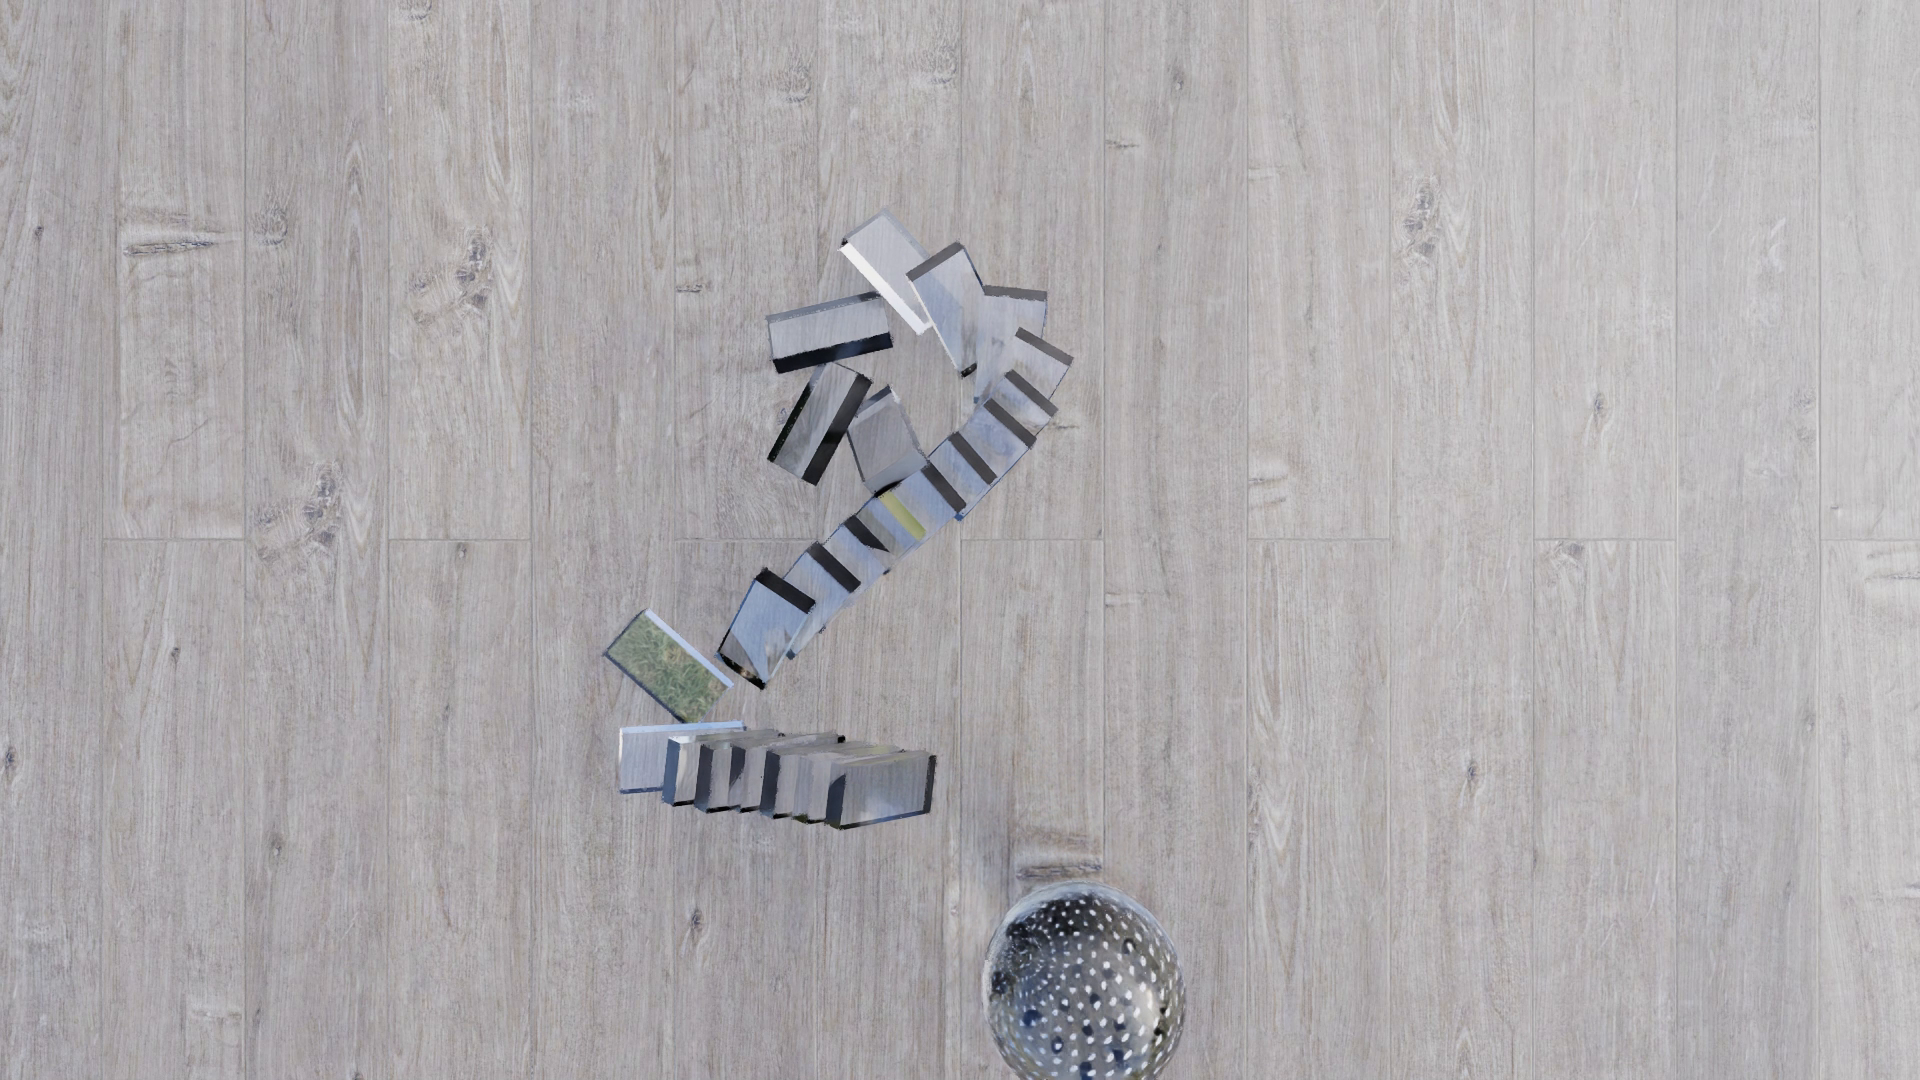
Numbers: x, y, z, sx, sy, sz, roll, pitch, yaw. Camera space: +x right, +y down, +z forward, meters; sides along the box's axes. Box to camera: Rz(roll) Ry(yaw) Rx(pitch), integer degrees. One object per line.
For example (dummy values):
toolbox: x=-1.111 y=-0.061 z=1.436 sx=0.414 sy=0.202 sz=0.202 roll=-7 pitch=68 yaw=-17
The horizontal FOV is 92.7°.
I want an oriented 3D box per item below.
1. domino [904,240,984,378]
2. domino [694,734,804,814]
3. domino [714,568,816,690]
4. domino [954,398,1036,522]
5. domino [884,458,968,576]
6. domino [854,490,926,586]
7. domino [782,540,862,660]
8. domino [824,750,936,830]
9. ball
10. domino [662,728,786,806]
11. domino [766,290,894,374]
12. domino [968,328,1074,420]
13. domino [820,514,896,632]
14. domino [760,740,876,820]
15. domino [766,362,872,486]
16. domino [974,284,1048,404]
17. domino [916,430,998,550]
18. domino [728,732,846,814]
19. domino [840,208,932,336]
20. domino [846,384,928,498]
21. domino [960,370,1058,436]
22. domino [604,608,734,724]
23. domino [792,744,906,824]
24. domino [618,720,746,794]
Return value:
domino: x=0.000 y=-0.095 z=0.380 sx=0.025 sy=0.010 sz=0.050 roll=-33 pitch=131 yaw=0
domino: x=-0.084 y=0.096 z=0.379 sx=0.010 sy=0.050 sz=0.025 roll=6 pitch=90 yaw=43
domino: x=-0.082 y=0.038 z=0.383 sx=0.025 sy=0.009 sz=0.050 roll=34 pitch=123 yaw=0
domino: x=0.006 y=-0.032 z=0.380 sx=0.025 sy=0.009 sz=0.050 roll=41 pitch=127 yaw=-4
domino: x=-0.023 y=-0.009 z=0.381 sx=0.025 sy=0.009 sz=0.050 roll=50 pitch=126 yaw=-1
domino: x=-0.039 y=0.003 z=0.383 sx=0.025 sy=0.009 sz=0.050 roll=48 pitch=123 yaw=0
domino: x=-0.065 y=0.026 z=0.382 sx=0.025 sy=0.009 sz=0.050 roll=44 pitch=123 yaw=0
domino: x=-0.032 y=0.102 z=0.379 sx=0.009 sy=0.050 sz=0.025 roll=6 pitch=90 yaw=43
ball: x=0.048 y=0.176 z=0.360 sx=0.080 sy=0.080 sz=0.080 roll=0 pitch=90 yaw=0
domino: x=-0.097 y=0.093 z=0.379 sx=0.009 sy=0.050 sz=0.025 roll=6 pitch=90 yaw=43
domino: x=-0.055 y=-0.089 z=0.390 sx=0.050 sy=0.010 sz=0.025 roll=-13 pitch=60 yaw=0
domino: x=0.023 y=-0.060 z=0.380 sx=0.025 sy=0.009 sz=0.050 roll=29 pitch=128 yaw=-3
domino: x=-0.052 y=0.015 z=0.382 sx=0.025 sy=0.009 sz=0.050 roll=46 pitch=123 yaw=0
domino: x=-0.058 y=0.098 z=0.379 sx=0.009 sy=0.050 sz=0.025 roll=6 pitch=90 yaw=43
domino: x=-0.060 y=-0.051 z=0.389 sx=0.025 sy=0.009 sz=0.050 roll=29 pitch=90 yaw=37
domino: x=0.020 y=-0.079 z=0.380 sx=0.025 sy=0.010 sz=0.050 roll=6 pitch=131 yaw=0
domino: x=-0.010 y=-0.020 z=0.381 sx=0.025 sy=0.009 sz=0.050 roll=49 pitch=127 yaw=0
domino: x=-0.071 y=0.095 z=0.378 sx=0.010 sy=0.050 sz=0.025 roll=6 pitch=92 yaw=43
domino: x=-0.024 y=-0.115 z=0.391 sx=0.025 sy=0.009 sz=0.050 roll=-43 pitch=90 yaw=-23
domino: x=-0.032 y=-0.041 z=0.377 sx=0.025 sy=0.050 sz=0.010 roll=-33 pitch=131 yaw=8
domino: x=0.015 y=-0.044 z=0.381 sx=0.025 sy=0.010 sz=0.050 roll=40 pitch=127 yaw=-3
domino: x=-0.125 y=0.056 z=0.395 sx=0.050 sy=0.009 sz=0.025 roll=41 pitch=90 yaw=0
domino: x=-0.045 y=0.100 z=0.379 sx=0.009 sy=0.050 sz=0.025 roll=6 pitch=90 yaw=43
domino: x=-0.116 y=0.091 z=0.384 sx=0.050 sy=0.009 sz=0.025 roll=2 pitch=93 yaw=-26
